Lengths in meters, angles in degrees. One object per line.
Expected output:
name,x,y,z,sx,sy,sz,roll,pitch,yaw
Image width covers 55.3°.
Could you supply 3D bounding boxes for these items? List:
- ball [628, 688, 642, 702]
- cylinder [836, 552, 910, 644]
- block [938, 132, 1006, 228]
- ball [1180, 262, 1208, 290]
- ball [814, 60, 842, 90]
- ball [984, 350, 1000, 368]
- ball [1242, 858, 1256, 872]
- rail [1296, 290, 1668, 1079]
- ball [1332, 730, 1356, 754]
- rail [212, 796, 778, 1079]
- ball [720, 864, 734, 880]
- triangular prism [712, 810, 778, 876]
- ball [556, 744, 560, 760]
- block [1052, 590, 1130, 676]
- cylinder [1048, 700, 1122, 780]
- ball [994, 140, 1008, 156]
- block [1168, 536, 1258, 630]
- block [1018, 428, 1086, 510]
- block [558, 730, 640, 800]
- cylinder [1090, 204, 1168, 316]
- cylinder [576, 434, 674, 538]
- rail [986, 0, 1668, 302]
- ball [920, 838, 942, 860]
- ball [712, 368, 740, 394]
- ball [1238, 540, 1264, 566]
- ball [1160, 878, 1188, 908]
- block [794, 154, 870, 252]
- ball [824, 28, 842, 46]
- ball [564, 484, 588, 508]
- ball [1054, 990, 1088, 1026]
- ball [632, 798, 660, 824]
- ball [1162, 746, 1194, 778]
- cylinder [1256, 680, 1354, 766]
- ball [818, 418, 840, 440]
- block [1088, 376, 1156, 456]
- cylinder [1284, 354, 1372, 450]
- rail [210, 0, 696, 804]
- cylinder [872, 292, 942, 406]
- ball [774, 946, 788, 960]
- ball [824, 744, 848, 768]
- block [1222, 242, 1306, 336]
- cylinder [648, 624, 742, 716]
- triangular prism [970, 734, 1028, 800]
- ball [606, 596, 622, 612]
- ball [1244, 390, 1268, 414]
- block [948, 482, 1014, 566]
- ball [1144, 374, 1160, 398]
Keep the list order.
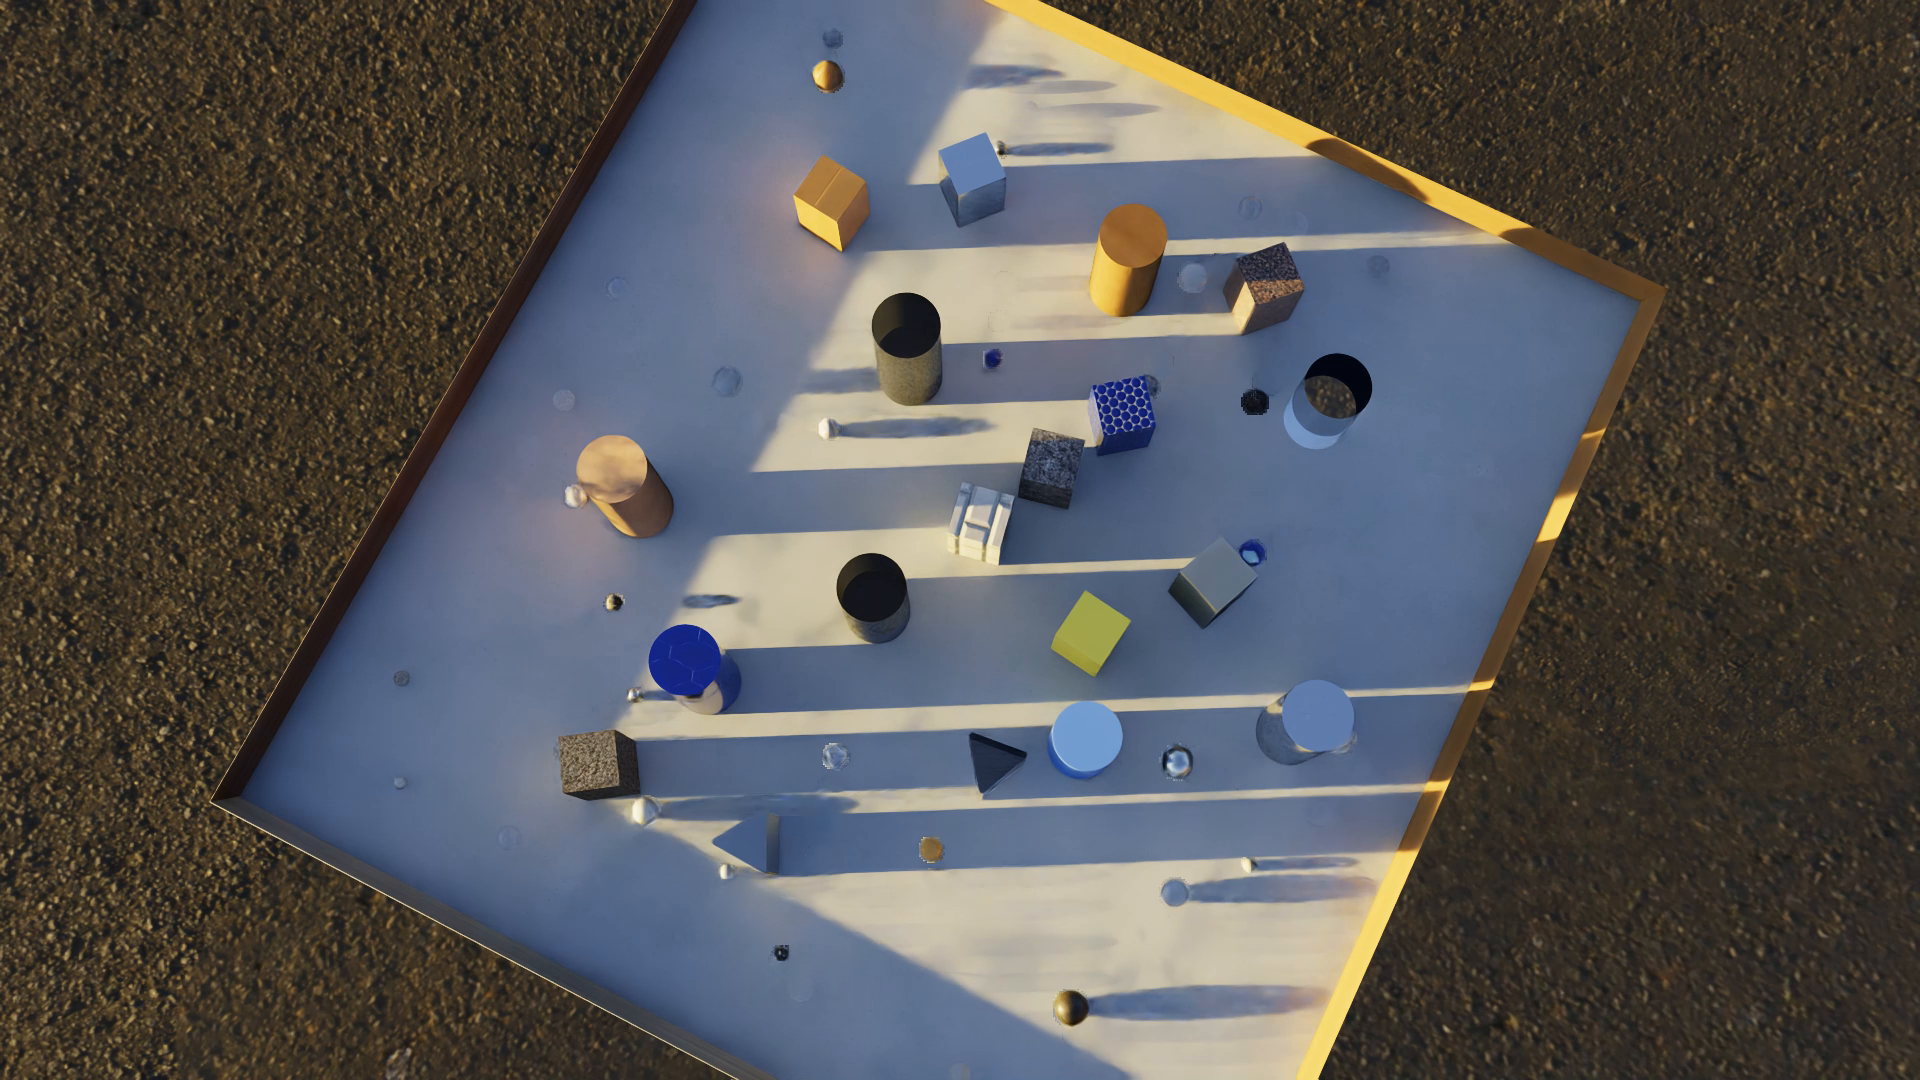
ball,-0.974,0.466,5.499,0.042,0.042,0.042,0,78,0
cylinder,-0.250,0.175,5.369,0.199,0.414,0.199,0,78,0
block,0.037,-1.119,5.712,0.159,0.267,0.159,-22,79,-5
ball,0.732,-0.826,5.744,0.087,0.087,0.087,0,78,0
ball,-0.424,-1.489,5.877,0.095,0.095,0.095,0,78,0
ball,0.101,-0.563,5.706,0.053,0.053,0.053,0,78,0
ball,0.853,0.959,5.397,0.041,0.041,0.041,0,78,0
rail,1.412,0.698,5.405,0.045,0.129,3.356,26,80,5
ball,1.131,0.590,5.447,0.092,0.092,0.092,0,78,0
rail,-0.740,1.456,5.248,3.204,0.129,0.045,26,80,5
ball,-0.684,0.977,5.392,0.044,0.044,0.044,0,78,0
triangular prism,-0.576,0.849,5.253,0.172,0.367,0.149,29,80,6
ball,-1.165,0.626,5.449,0.074,0.074,0.074,0,78,0
block,0.385,0.280,5.424,0.159,0.264,0.159,34,80,7
cylinder,0.361,0.585,5.335,0.199,0.314,0.199,0,78,0
ball,0.128,-1.250,5.851,0.047,0.047,0.047,0,78,0
block,0.745,0.130,5.421,0.159,0.331,0.159,-41,81,-8
block,0.274,-0.214,5.531,0.159,0.255,0.159,14,79,3
block,-1.040,0.655,5.305,0.159,0.346,0.159,-7,78,-2
cylinder,0.506,-0.844,5.565,0.199,0.443,0.199,0,78,0
cylinder,-0.980,-0.151,5.398,0.199,0.489,0.199,0,78,0
rail,0.740,-1.442,5.848,3.204,0.129,0.045,26,80,5
ball,-0.084,0.910,5.396,0.064,0.064,0.064,0,78,0
ball,-0.723,-0.492,5.675,0.085,0.085,0.085,0,78,0
ball,0.885,0.042,5.567,0.079,0.079,0.079,0,78,0
ball,0.628,1.033,5.362,0.081,0.081,0.081,0,78,0
block,-0.396,-1.045,5.700,0.159,0.259,0.159,33,80,6
ball,-0.412,-1.625,5.923,0.058,0.058,0.058,0,78,0
ball,-1.176,-0.135,5.608,0.071,0.071,0.071,0,78,0
ball,0.321,1.351,5.286,0.099,0.099,0.099,0,78,0
ball,-0.929,0.800,5.411,0.079,0.079,0.079,0,78,0
ball,0.645,0.657,5.432,0.096,0.096,0.096,0,78,0
cylinder,0.986,0.530,5.271,0.199,0.463,0.199,0,78,0
ball,-0.403,-0.344,5.654,0.067,0.067,0.067,0,78,0
block,0.488,-0.375,5.568,0.159,0.247,0.159,-11,79,-2
cylinder,1.104,-0.414,5.521,0.199,0.356,0.199,0,78,0
rail,-1.412,-0.684,5.691,0.045,0.129,3.356,26,80,5
cylinder,-0.154,-0.564,5.481,0.199,0.494,0.199,0,78,0
ball,-0.522,1.206,5.345,0.043,0.043,0.043,0,78,0
ball,-0.369,0.643,5.447,0.072,0.072,0.072,0,78,0
block,0.930,-0.768,5.628,0.159,0.289,0.159,-20,79,-4
cylinder,-0.759,0.380,5.287,0.199,0.492,0.199,0,78,0
triangular prism,0.077,0.634,5.329,0.172,0.306,0.149,-39,81,-7
ball,-1.049,0.191,5.552,0.049,0.049,0.049,0,78,0
ball,0.914,-0.428,5.667,0.074,0.074,0.074,0,78,0
block,0.062,-0.046,5.484,0.159,0.278,0.159,16,79,3
ball,0.579,-0.474,5.673,0.075,0.075,0.075,0,78,0
